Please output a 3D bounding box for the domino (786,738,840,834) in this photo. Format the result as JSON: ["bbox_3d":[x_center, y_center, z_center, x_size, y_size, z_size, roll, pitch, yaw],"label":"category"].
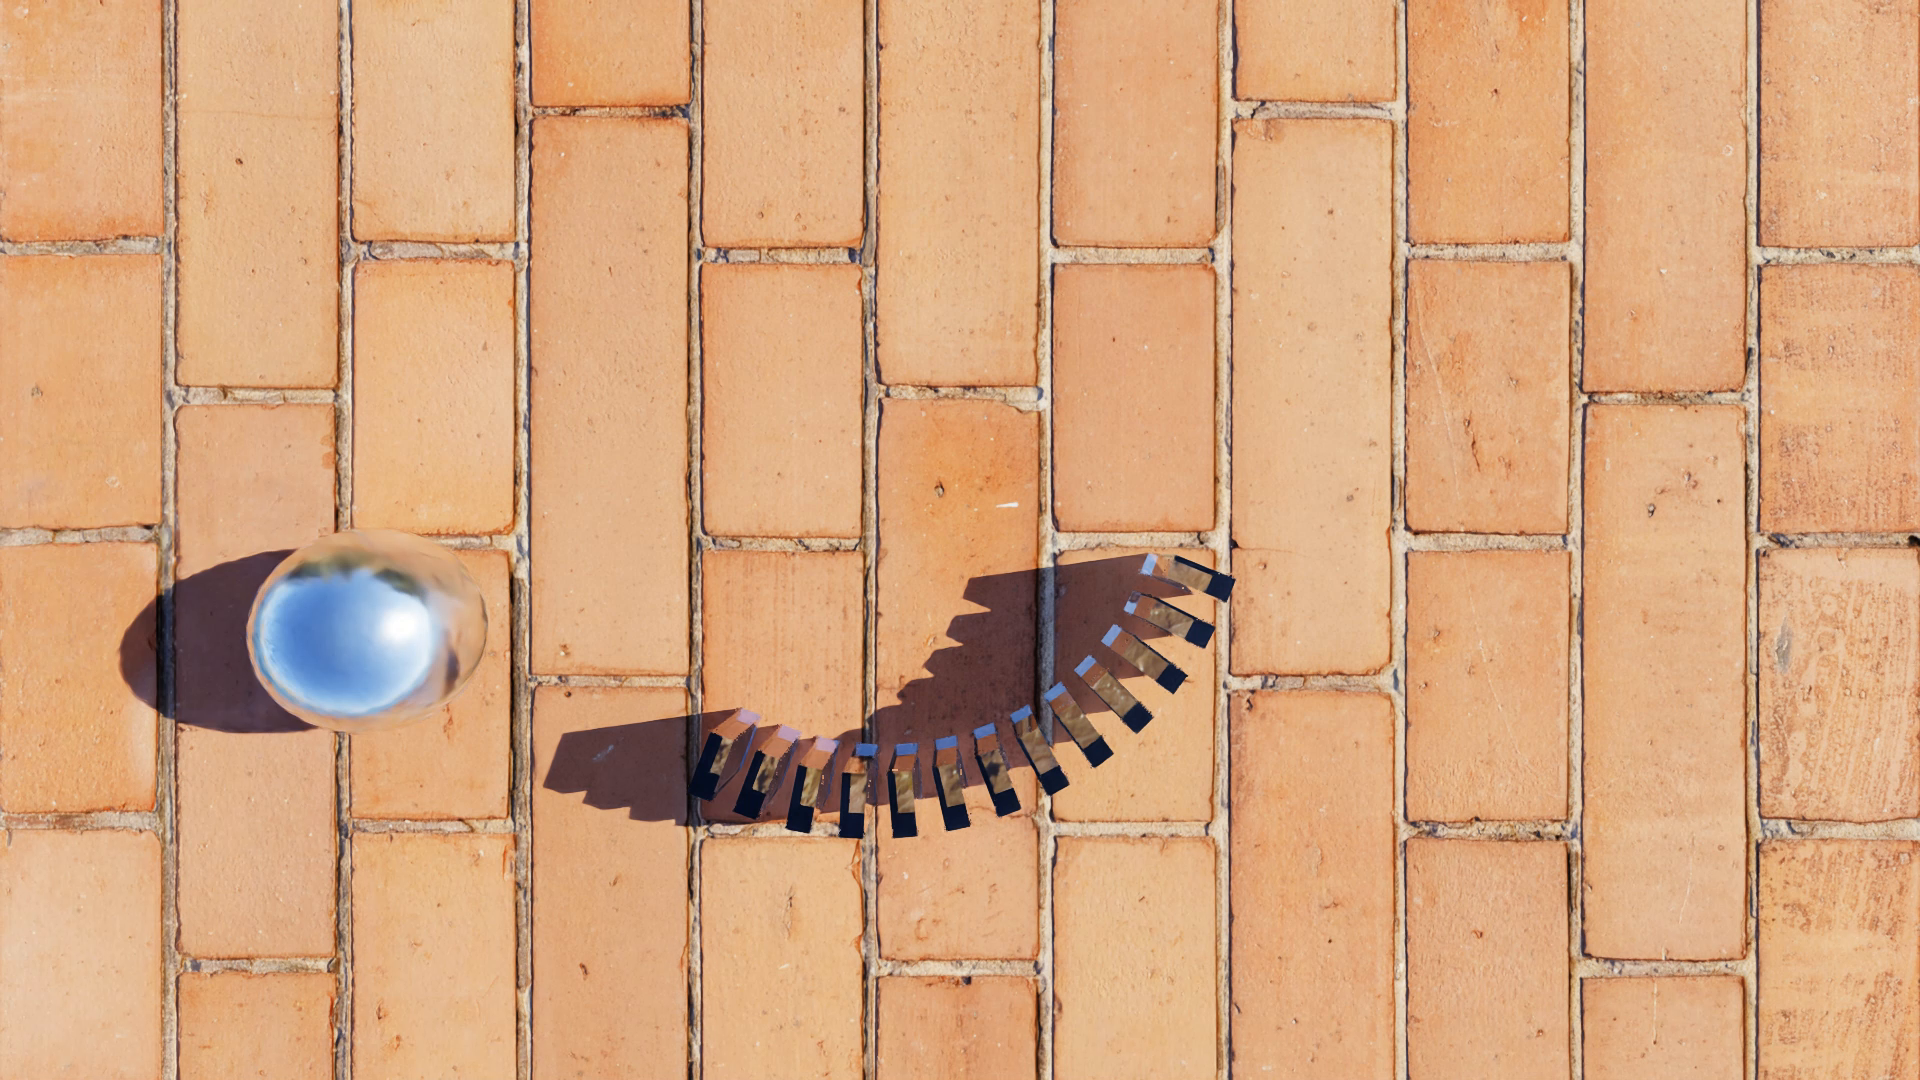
[{"bbox_3d":[-0.060,0.099,0.375,0.009,0.050,0.025,11,90,0],"label":"domino"}]

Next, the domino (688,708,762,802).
[{"bbox_3d":[-0.095,0.087,0.375,0.009,0.050,0.025,21,90,0],"label":"domino"}]

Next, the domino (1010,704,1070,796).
[{"bbox_3d":[0.032,0.085,0.375,0.009,0.050,0.025,-29,90,0],"label":"domino"}]

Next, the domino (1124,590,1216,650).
[{"bbox_3d":[0.085,0.032,0.375,0.025,0.050,0.009,27,90,0],"label":"domino"}]

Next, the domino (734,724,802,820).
[{"bbox_3d":[-0.078,0.094,0.375,0.010,0.050,0.025,21,90,0],"label":"domino"}]

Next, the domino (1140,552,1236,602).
[{"bbox_3d":[0.092,0.015,0.375,0.025,0.050,0.010,22,90,0],"label":"domino"}]

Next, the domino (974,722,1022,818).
[{"bbox_3d":[0.015,0.093,0.375,0.010,0.050,0.025,-21,90,0],"label":"domino"}]

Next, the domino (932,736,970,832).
[{"bbox_3d":[-0.003,0.098,0.375,0.009,0.050,0.025,-13,90,0],"label":"domino"}]

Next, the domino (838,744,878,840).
[{"bbox_3d":[-0.041,0.102,0.375,0.009,0.050,0.025,3,90,0],"label":"domino"}]

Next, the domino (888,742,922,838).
[{"bbox_3d":[-0.022,0.101,0.375,0.010,0.050,0.025,-5,90,0],"label":"domino"}]

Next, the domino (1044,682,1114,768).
[{"bbox_3d":[0.048,0.075,0.375,0.009,0.050,0.025,-37,90,0],"label":"domino"}]

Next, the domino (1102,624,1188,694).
[{"bbox_3d":[0.074,0.048,0.375,0.025,0.050,0.009,37,90,0],"label":"domino"}]

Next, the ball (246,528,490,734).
[{"bbox_3d":[-0.230,0.035,0.360,0.080,0.080,0.080,0,90,0],"label":"ball"}]

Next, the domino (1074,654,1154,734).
[{"bbox_3d":[0.062,0.062,0.375,0.025,0.050,0.010,45,90,0],"label":"domino"}]
